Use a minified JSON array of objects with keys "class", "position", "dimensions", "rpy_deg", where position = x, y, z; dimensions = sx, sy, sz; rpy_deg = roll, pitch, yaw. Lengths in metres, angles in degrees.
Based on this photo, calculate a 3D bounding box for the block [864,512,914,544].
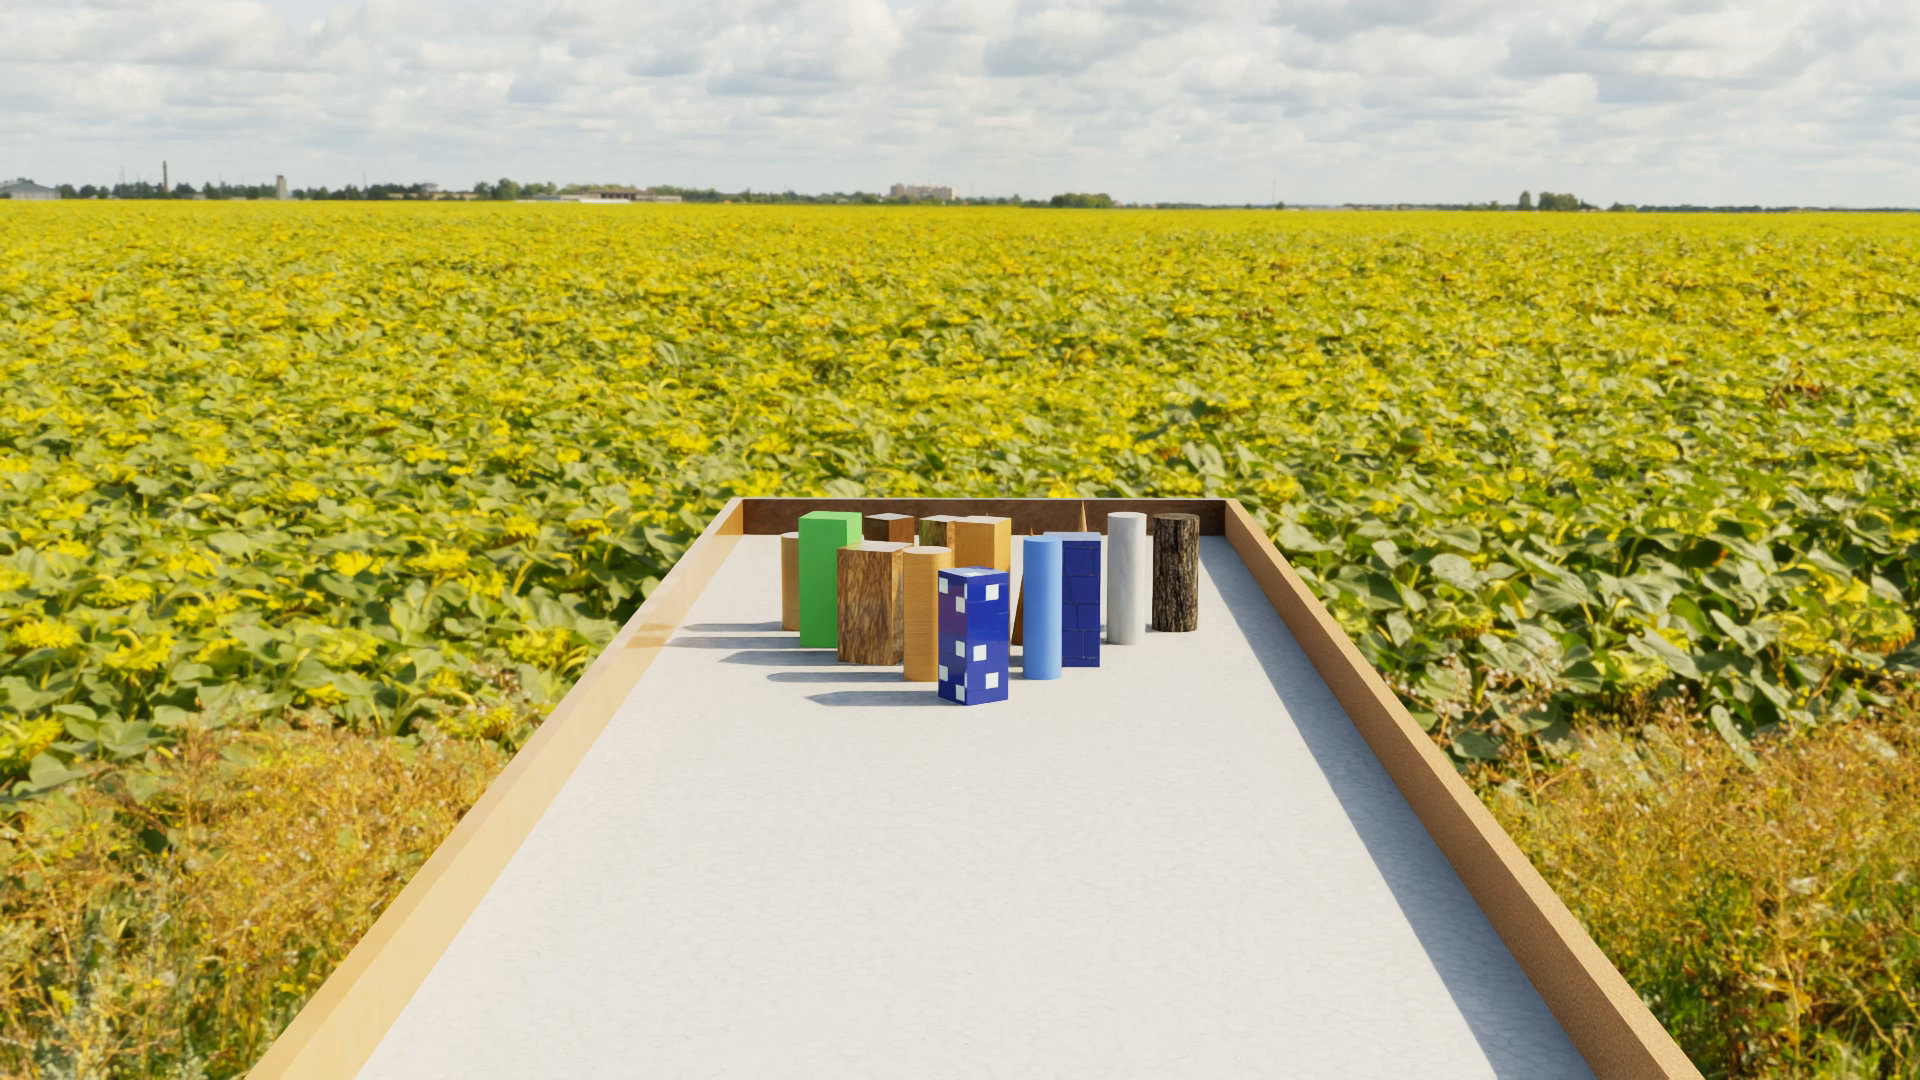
[{"class":"block","position":[-0.232,0.102,7.204],"dimensions":[0.117,0.363,0.117],"rpy_deg":[8,12,43]}]

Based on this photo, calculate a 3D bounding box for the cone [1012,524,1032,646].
[{"class":"cone","position":[0.223,0.137,6.933],"dimensions":[0.124,0.378,0.124],"rpy_deg":[0,9,0]}]

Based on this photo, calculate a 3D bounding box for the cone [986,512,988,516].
[{"class":"cone","position":[0.087,0.093,7.200],"dimensions":[0.133,0.383,0.133],"rpy_deg":[0,9,0]}]

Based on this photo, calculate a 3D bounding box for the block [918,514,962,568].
[{"class":"block","position":[-0.052,0.127,6.950],"dimensions":[0.110,0.394,0.110],"rpy_deg":[7,11,36]}]

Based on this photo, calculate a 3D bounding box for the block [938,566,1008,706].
[{"class":"block","position":[0.037,0.267,6.167],"dimensions":[0.142,0.363,0.142],"rpy_deg":[-6,11,-34]}]

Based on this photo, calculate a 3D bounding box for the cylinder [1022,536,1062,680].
[{"class":"cylinder","position":[0.241,0.199,6.446],"dimensions":[0.114,0.410,0.114],"rpy_deg":[0,9,0]}]

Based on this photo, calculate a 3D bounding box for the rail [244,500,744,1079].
[{"class":"rail","position":[-1.004,0.839,3.234],"dimensions":[0.050,0.150,12.000],"rpy_deg":[0,9,1]}]

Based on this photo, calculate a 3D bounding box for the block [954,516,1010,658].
[{"class":"block","position":[0.069,0.152,6.670],"dimensions":[0.130,0.432,0.130],"rpy_deg":[4,10,23]}]

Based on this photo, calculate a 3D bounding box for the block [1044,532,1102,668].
[{"class":"block","position":[0.338,0.178,6.654],"dimensions":[0.171,0.385,0.171],"rpy_deg":[0,9,2]}]

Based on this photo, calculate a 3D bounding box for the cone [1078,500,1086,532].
[{"class":"cone","position":[0.401,0.072,7.212],"dimensions":[0.116,0.420,0.116],"rpy_deg":[0,9,0]}]

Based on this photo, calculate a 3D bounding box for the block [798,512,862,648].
[{"class":"block","position":[-0.407,0.124,6.929],"dimensions":[0.158,0.407,0.158],"rpy_deg":[2,9,14]}]

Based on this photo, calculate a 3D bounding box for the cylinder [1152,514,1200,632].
[{"class":"cylinder","position":[0.702,0.106,7.162],"dimensions":[0.149,0.369,0.149],"rpy_deg":[0,9,0]}]

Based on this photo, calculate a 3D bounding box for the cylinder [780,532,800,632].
[{"class":"cylinder","position":[-0.513,0.135,7.178],"dimensions":[0.141,0.306,0.141],"rpy_deg":[0,9,0]}]

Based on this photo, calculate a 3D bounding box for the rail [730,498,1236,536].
[{"class":"rail","position":[0.099,-0.098,9.147],"dimensions":[2.100,0.150,0.050],"rpy_deg":[0,9,1]}]

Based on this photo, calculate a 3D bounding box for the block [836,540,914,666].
[{"class":"block","position":[-0.256,0.190,6.702],"dimensions":[0.179,0.347,0.179],"rpy_deg":[3,10,20]}]

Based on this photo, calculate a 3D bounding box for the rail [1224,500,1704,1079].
[{"class":"rail","position":[1.046,0.843,3.208],"dimensions":[0.050,0.150,12.000],"rpy_deg":[0,9,1]}]

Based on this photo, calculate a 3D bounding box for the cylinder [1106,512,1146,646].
[{"class":"cylinder","position":[0.525,0.121,6.944],"dimensions":[0.122,0.407,0.122],"rpy_deg":[0,9,0]}]

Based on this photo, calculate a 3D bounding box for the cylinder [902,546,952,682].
[{"class":"cylinder","position":[-0.095,0.216,6.437],"dimensions":[0.144,0.378,0.144],"rpy_deg":[0,9,0]}]
